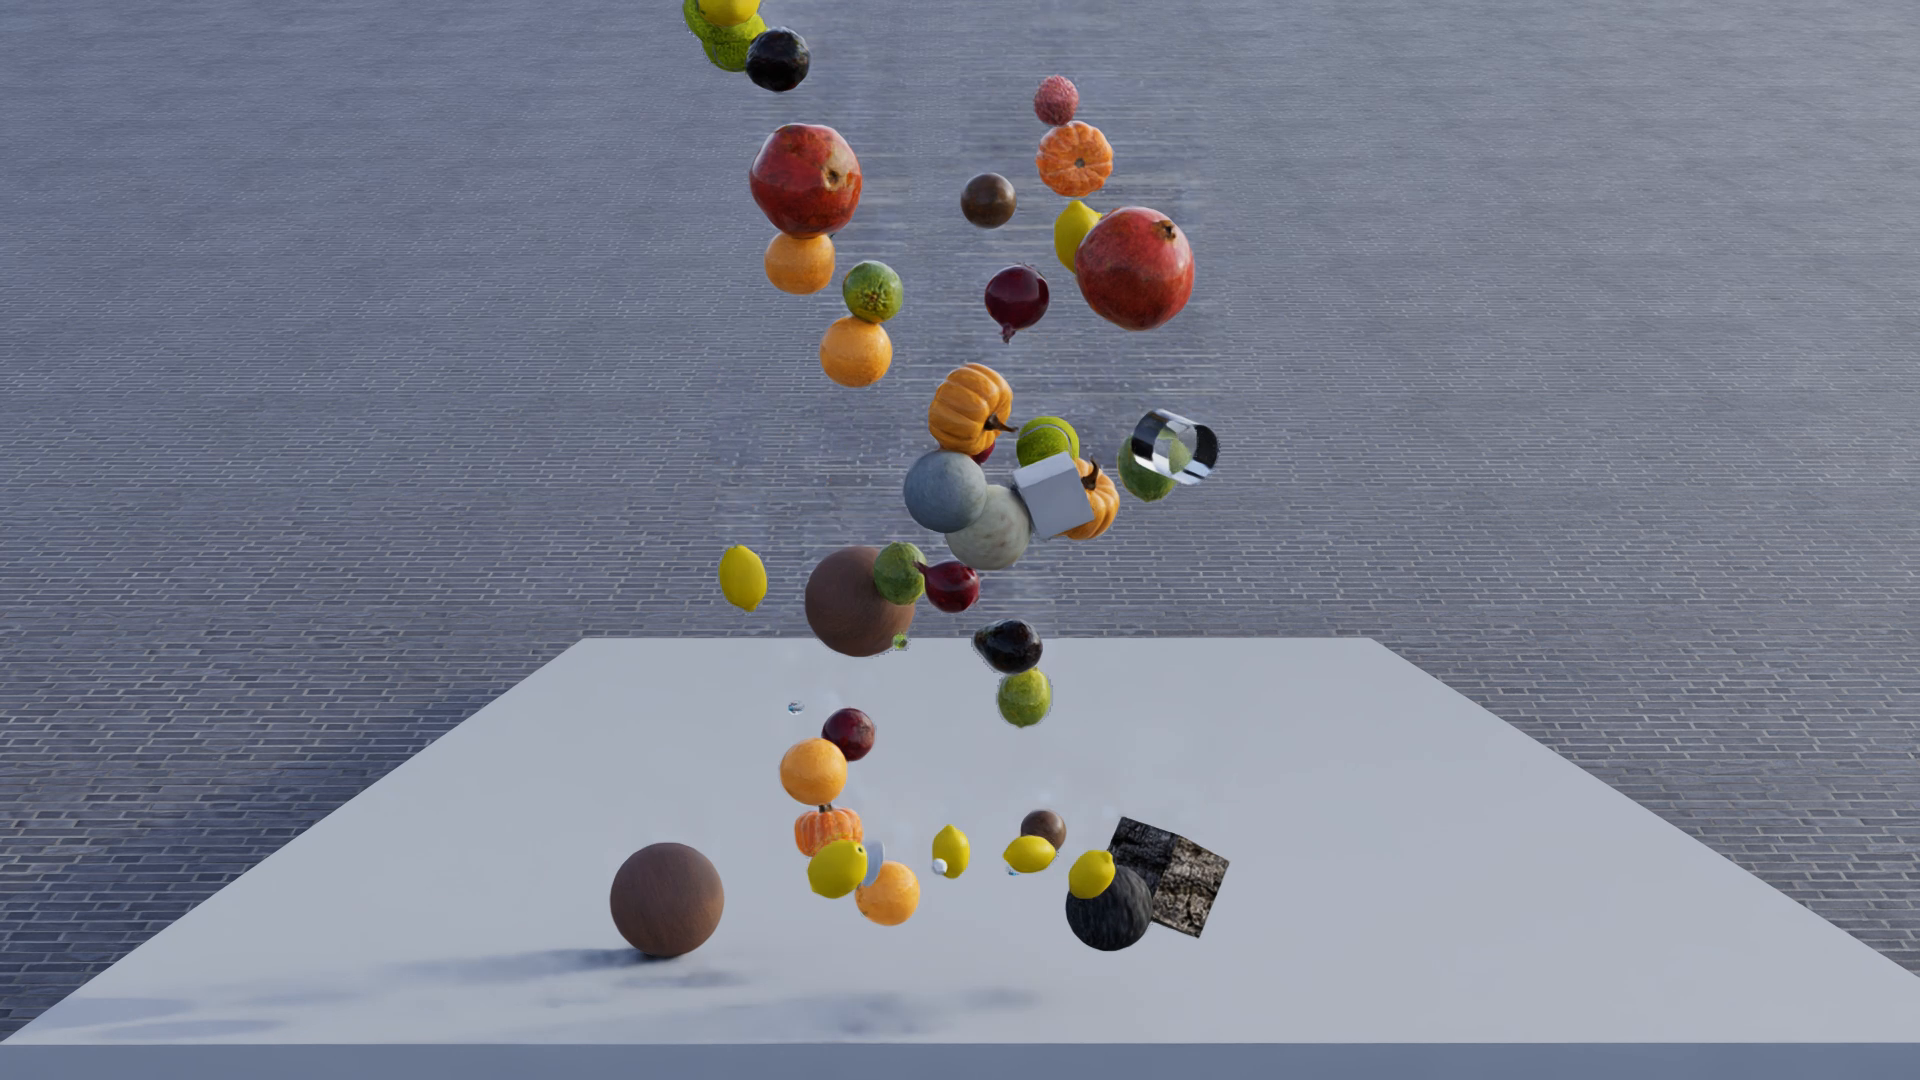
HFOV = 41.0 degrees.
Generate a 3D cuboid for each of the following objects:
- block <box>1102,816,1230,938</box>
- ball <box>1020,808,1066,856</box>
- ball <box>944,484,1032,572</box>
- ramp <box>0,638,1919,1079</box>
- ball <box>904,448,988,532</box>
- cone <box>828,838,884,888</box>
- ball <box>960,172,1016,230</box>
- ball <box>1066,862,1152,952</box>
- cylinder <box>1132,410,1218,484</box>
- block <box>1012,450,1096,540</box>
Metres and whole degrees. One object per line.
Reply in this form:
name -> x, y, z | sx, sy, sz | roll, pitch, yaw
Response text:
block -> 0.215, 0.362, 2.756 | 0.089, 0.089, 0.089 | 31, -11, -39
ball -> 0.098, 0.343, 3.017 | 0.055, 0.055, 0.055 | 0, 20, 0
ball -> 0.028, -0.013, 2.573 | 0.088, 0.088, 0.088 | 0, 20, 0
ramp -> 0.047, 0.423, 4.534 | 2.000, 0.100, 4.000 | 0, 4, 0
ball -> -0.014, -0.048, 2.501 | 0.082, 0.082, 0.082 | 0, 20, 0
cone -> -0.118, 0.342, 2.769 | 0.054, 0.054, 0.054 | 18, 14, -19
ball -> 0.029, -0.351, 2.656 | 0.058, 0.058, 0.058 | 0, 20, 0
ball -> 0.154, 0.378, 2.642 | 0.090, 0.090, 0.090 | 0, 20, 0
cylinder -> 0.199, -0.086, 2.377 | 0.057, 0.057, 0.057 | -12, 23, -30
block -> 0.094, -0.045, 2.580 | 0.059, 0.059, 0.059 | -21, 20, 0
